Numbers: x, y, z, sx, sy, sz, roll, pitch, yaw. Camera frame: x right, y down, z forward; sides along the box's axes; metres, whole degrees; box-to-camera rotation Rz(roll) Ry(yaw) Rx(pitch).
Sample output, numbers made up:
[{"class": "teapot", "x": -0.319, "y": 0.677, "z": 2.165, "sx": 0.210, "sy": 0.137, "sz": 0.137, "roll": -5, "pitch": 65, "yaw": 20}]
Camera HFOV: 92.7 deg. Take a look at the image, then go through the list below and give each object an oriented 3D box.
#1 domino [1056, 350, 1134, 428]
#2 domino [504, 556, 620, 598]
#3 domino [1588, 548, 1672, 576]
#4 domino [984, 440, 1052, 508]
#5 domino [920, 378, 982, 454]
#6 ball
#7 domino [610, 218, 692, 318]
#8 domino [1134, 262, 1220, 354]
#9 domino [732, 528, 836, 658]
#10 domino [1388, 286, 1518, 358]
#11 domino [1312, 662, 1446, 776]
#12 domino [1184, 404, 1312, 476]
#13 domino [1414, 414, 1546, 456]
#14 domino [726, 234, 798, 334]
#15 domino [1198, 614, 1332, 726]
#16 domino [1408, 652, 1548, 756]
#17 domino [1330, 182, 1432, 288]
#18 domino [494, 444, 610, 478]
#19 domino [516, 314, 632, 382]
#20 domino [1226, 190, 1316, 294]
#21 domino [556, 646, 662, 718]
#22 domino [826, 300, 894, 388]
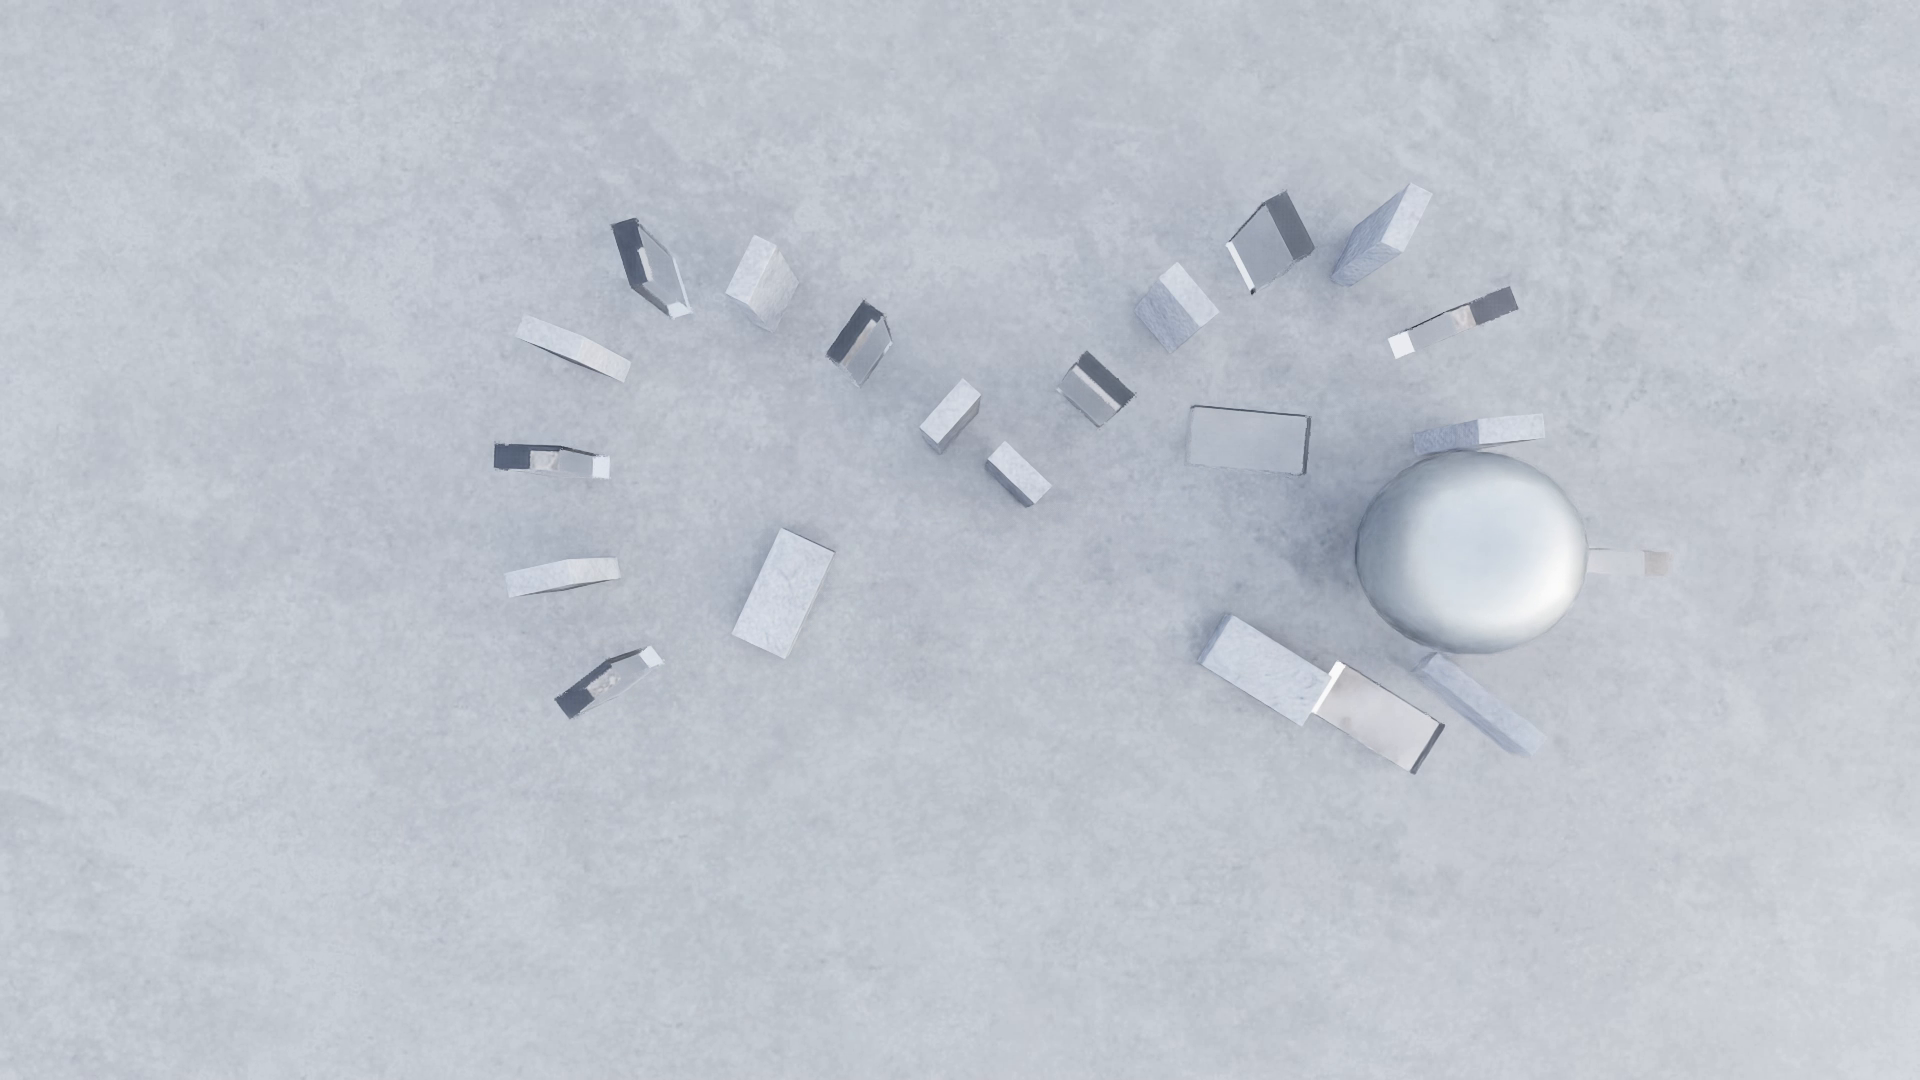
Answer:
[{"class": "domino", "x": 0.054, "y": -0.061, "z": 0.375, "sx": 0.025, "sy": 0.050, "sz": 0.009, "roll": 43, "pitch": 90, "yaw": 0}, {"class": "domino", "x": -0.161, "y": 0.015, "z": 0.375, "sx": 0.025, "sy": 0.050, "sz": 0.009, "roll": -12, "pitch": 90, "yaw": 0}, {"class": "domino", "x": 0.254, "y": 0.008, "z": 0.372, "sx": 0.025, "sy": 0.050, "sz": 0.009, "roll": 3, "pitch": 90, "yaw": -34}, {"class": "domino", "x": 0.023, "y": -0.026, "z": 0.375, "sx": 0.025, "sy": 0.050, "sz": 0.009, "roll": 44, "pitch": 90, "yaw": 0}, {"class": "domino", "x": -0.004, "y": -0.049, "z": 0.375, "sx": 0.010, "sy": 0.050, "sz": 0.025, "roll": 42, "pitch": 90, "yaw": 0}, {"class": "ball", "x": 0.199, "y": 0.005, "z": 0.360, "sx": 0.080, "sy": 0.080, "sz": 0.080, "roll": 0, "pitch": 90, "yaw": 0}, {"class": "domino", "x": -0.125, "y": -0.110, "z": 0.375, "sx": 0.010, "sy": 0.050, "sz": 0.025, "roll": -17, "pitch": 90, "yaw": 0}, {"class": "domino", "x": 0.088, "y": -0.094, "z": 0.375, "sx": 0.009, "sy": 0.050, "sz": 0.025, "roll": -40, "pitch": 90, "yaw": 0}, {"class": "domino", "x": -0.076, "y": 0.023, "z": 0.395, "sx": 0.025, "sy": 0.010, "sz": 0.050, "roll": 25, "pitch": 90, "yaw": 0}, {"class": "domino", "x": 0.200, "y": -0.088, "z": 0.375, "sx": 0.025, "sy": 0.050, "sz": 0.010, "roll": -22, "pitch": 90, "yaw": 0}, {"class": "domino", "x": 0.179, "y": 0.077, "z": 0.395, "sx": 0.050, "sy": 0.010, "sz": 0.025, "roll": 32, "pitch": 90, "yaw": 0}, {"class": "domino", "x": 0.124, "y": -0.043, "z": 0.395, "sx": 0.050, "sy": 0.010, "sz": 0.025, "roll": 5, "pitch": 90, "yaw": 0}, {"class": "domino", "x": 0.211, "y": -0.043, "z": 0.375, "sx": 0.025, "sy": 0.050, "sz": 0.009, "roll": -5, "pitch": 90, "yaw": 0}, {"class": "domino", "x": -0.080, "y": -0.103, "z": 0.375, "sx": 0.010, "sy": 0.050, "sz": 0.025, "roll": 26, "pitch": 90, "yaw": 0}, {"class": "domino", "x": 0.131, "y": 0.056, "z": 0.395, "sx": 0.050, "sy": 0.010, "sz": 0.025, "roll": 32, "pitch": 90, "yaw": 0}, {"class": "domino", "x": 0.214, "y": 0.068, "z": 0.380, "sx": 0.050, "sy": 0.025, "sz": 0.009, "roll": 42, "pitch": 90, "yaw": 18}, {"class": "domino", "x": 0.171, "y": -0.123, "z": 0.375, "sx": 0.010, "sy": 0.050, "sz": 0.025, "roll": 27, "pitch": 90, "yaw": 0}, {"class": "domino", "x": -0.166, "y": -0.032, "z": 0.375, "sx": 0.025, "sy": 0.050, "sz": 0.009, "roll": 2, "pitch": 90, "yaw": 0}, {"class": "domino", "x": -0.157, "y": -0.078, "z": 0.375, "sx": 0.025, "sy": 0.050, "sz": 0.009, "roll": 21, "pitch": 90, "yaw": 0}, {"class": "domino", "x": 0.126, "y": -0.120, "z": 0.375, "sx": 0.009, "sy": 0.050, "sz": 0.025, "roll": -27, "pitch": 90, "yaw": 0}, {"class": "domino", "x": -0.142, "y": 0.057, "z": 0.375, "sx": 0.025, "sy": 0.050, "sz": 0.010, "roll": -38, "pitch": 90, "yaw": 0}, {"class": "domino", "x": -0.040, "y": -0.079, "z": 0.375, "sx": 0.009, "sy": 0.050, "sz": 0.025, "roll": 35, "pitch": 90, "yaw": 0}]
